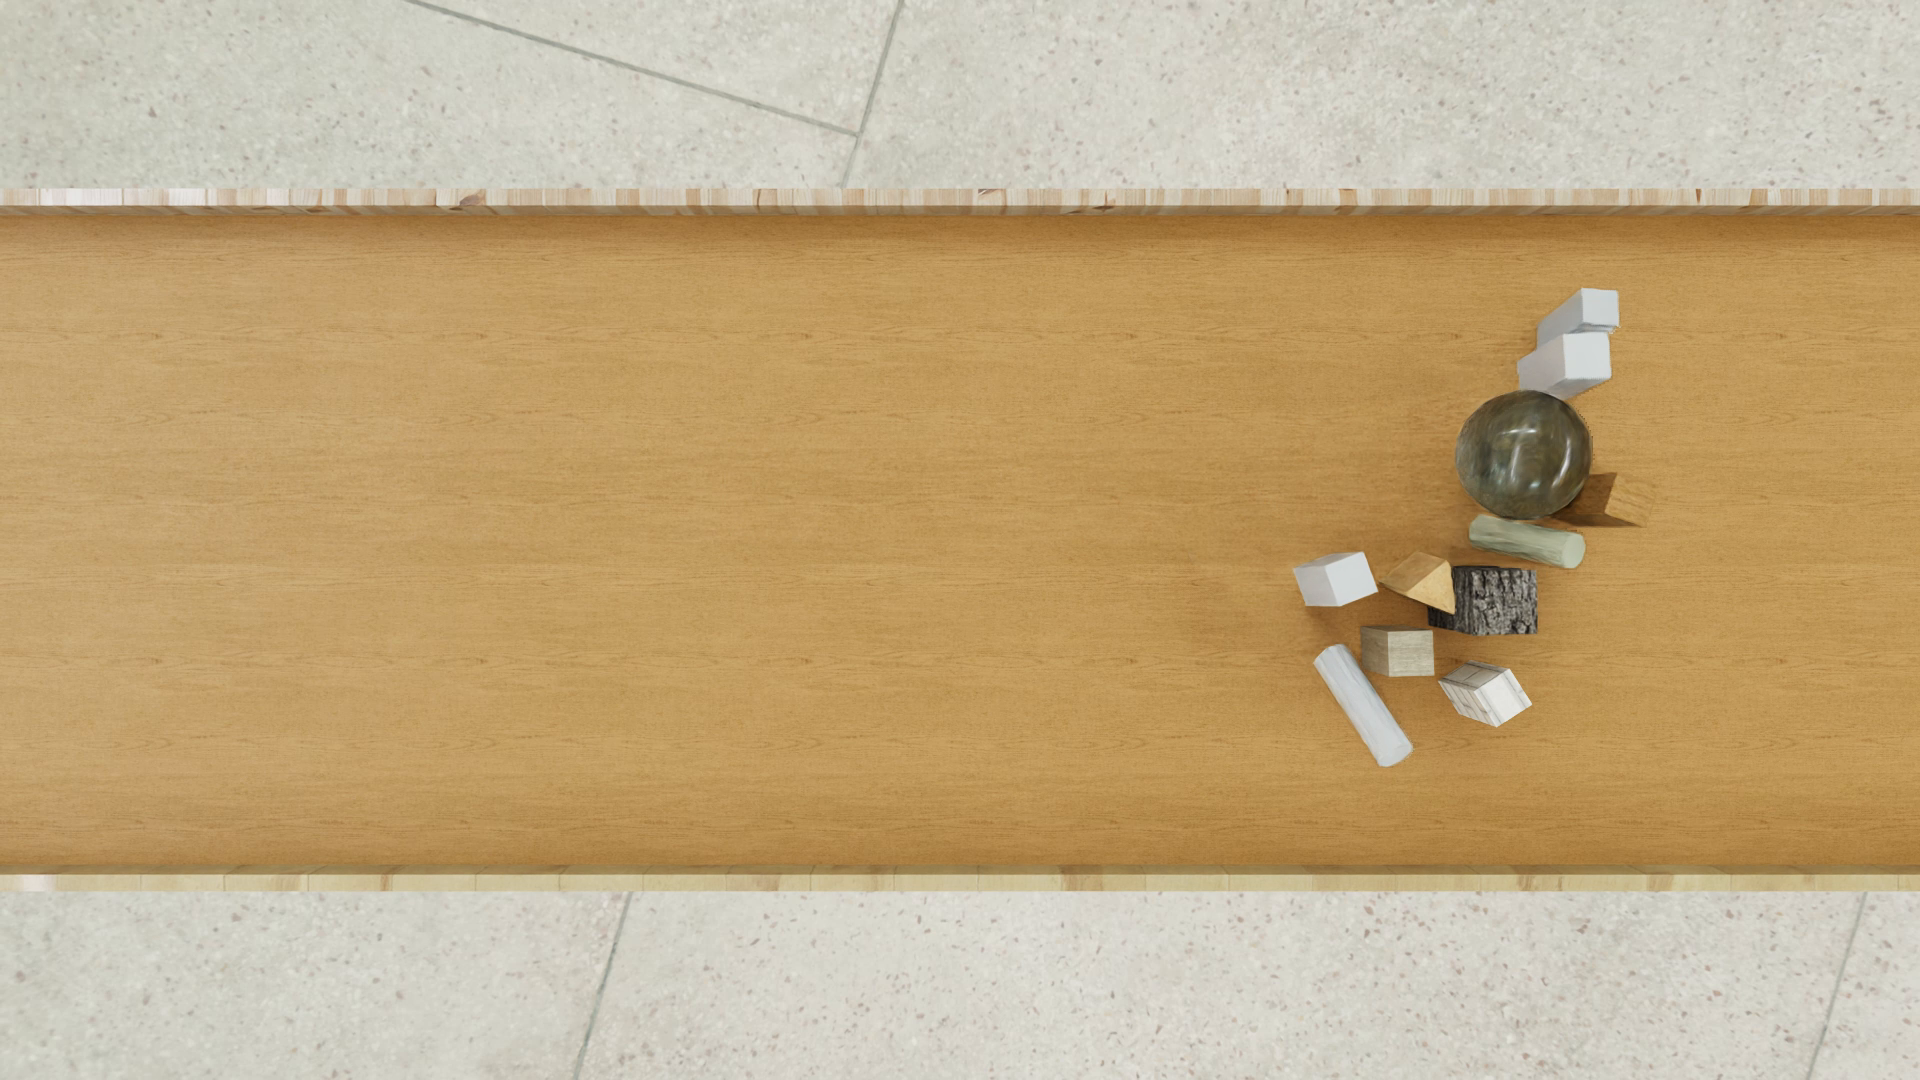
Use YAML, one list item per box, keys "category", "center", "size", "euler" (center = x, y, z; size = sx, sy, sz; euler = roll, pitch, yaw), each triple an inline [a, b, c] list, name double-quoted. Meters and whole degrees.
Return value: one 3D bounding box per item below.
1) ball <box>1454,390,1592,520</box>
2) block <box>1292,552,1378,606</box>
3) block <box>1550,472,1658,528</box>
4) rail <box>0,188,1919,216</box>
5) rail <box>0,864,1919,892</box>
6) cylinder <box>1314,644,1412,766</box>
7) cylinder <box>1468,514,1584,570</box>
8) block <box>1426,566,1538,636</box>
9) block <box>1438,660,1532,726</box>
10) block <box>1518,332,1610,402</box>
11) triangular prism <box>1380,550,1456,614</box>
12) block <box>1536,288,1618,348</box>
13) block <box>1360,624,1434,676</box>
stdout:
- category: "ball"
  center: [1.652, -0.248, 4.843]
  size: [0.383, 0.383, 0.383]
  euler: [0, 90, 0]
- category: "block"
  center: [1.114, 0.118, 4.914]
  size: [0.124, 0.314, 0.124]
  euler: [-20, 90, -6]
- category: "block"
  center: [1.874, -0.117, 4.855]
  size: [0.121, 0.435, 0.121]
  euler: [18, 90, -4]
- category: "rail"
  center: [-2.247, -1.025, 5.002]
  size: [12.000, 0.150, 0.050]
  euler: [0, 90, 0]
- category: "rail"
  center: [-2.247, 1.025, 5.001]
  size: [12.000, 0.150, 0.050]
  euler: [0, 90, 0]
- category: "cylinder"
  center: [1.201, 0.491, 4.926]
  size: [0.110, 0.110, 0.377]
  euler: [-28, 57, 0]
- category: "cylinder"
  center: [1.684, 0.004, 4.913]
  size: [0.105, 0.329, 0.105]
  euler: [-9, 105, -34]
- category: "block"
  center: [1.526, 0.174, 4.846]
  size: [0.179, 0.458, 0.179]
  euler: [-1, 91, 0]
- category: "block"
  center: [1.554, 0.452, 4.898]
  size: [0.121, 0.357, 0.121]
  euler: [-33, 90, 0]
- category: "block"
  center: [1.787, -0.507, 4.892]
  size: [0.131, 0.352, 0.131]
  euler: [-1, 83, -2]
- category: "triangular prism"
  center: [1.385, 0.109, 4.916]
  size: [0.155, 0.305, 0.134]
  euler: [21, 95, -2]
- category: "block"
  center: [1.835, -0.641, 4.910]
  size: [0.105, 0.312, 0.105]
  euler: [4, 78, -4]
- category: "block"
  center: [1.300, 0.327, 4.915]
  size: [0.130, 0.324, 0.130]
  euler: [-2, 90, 0]
